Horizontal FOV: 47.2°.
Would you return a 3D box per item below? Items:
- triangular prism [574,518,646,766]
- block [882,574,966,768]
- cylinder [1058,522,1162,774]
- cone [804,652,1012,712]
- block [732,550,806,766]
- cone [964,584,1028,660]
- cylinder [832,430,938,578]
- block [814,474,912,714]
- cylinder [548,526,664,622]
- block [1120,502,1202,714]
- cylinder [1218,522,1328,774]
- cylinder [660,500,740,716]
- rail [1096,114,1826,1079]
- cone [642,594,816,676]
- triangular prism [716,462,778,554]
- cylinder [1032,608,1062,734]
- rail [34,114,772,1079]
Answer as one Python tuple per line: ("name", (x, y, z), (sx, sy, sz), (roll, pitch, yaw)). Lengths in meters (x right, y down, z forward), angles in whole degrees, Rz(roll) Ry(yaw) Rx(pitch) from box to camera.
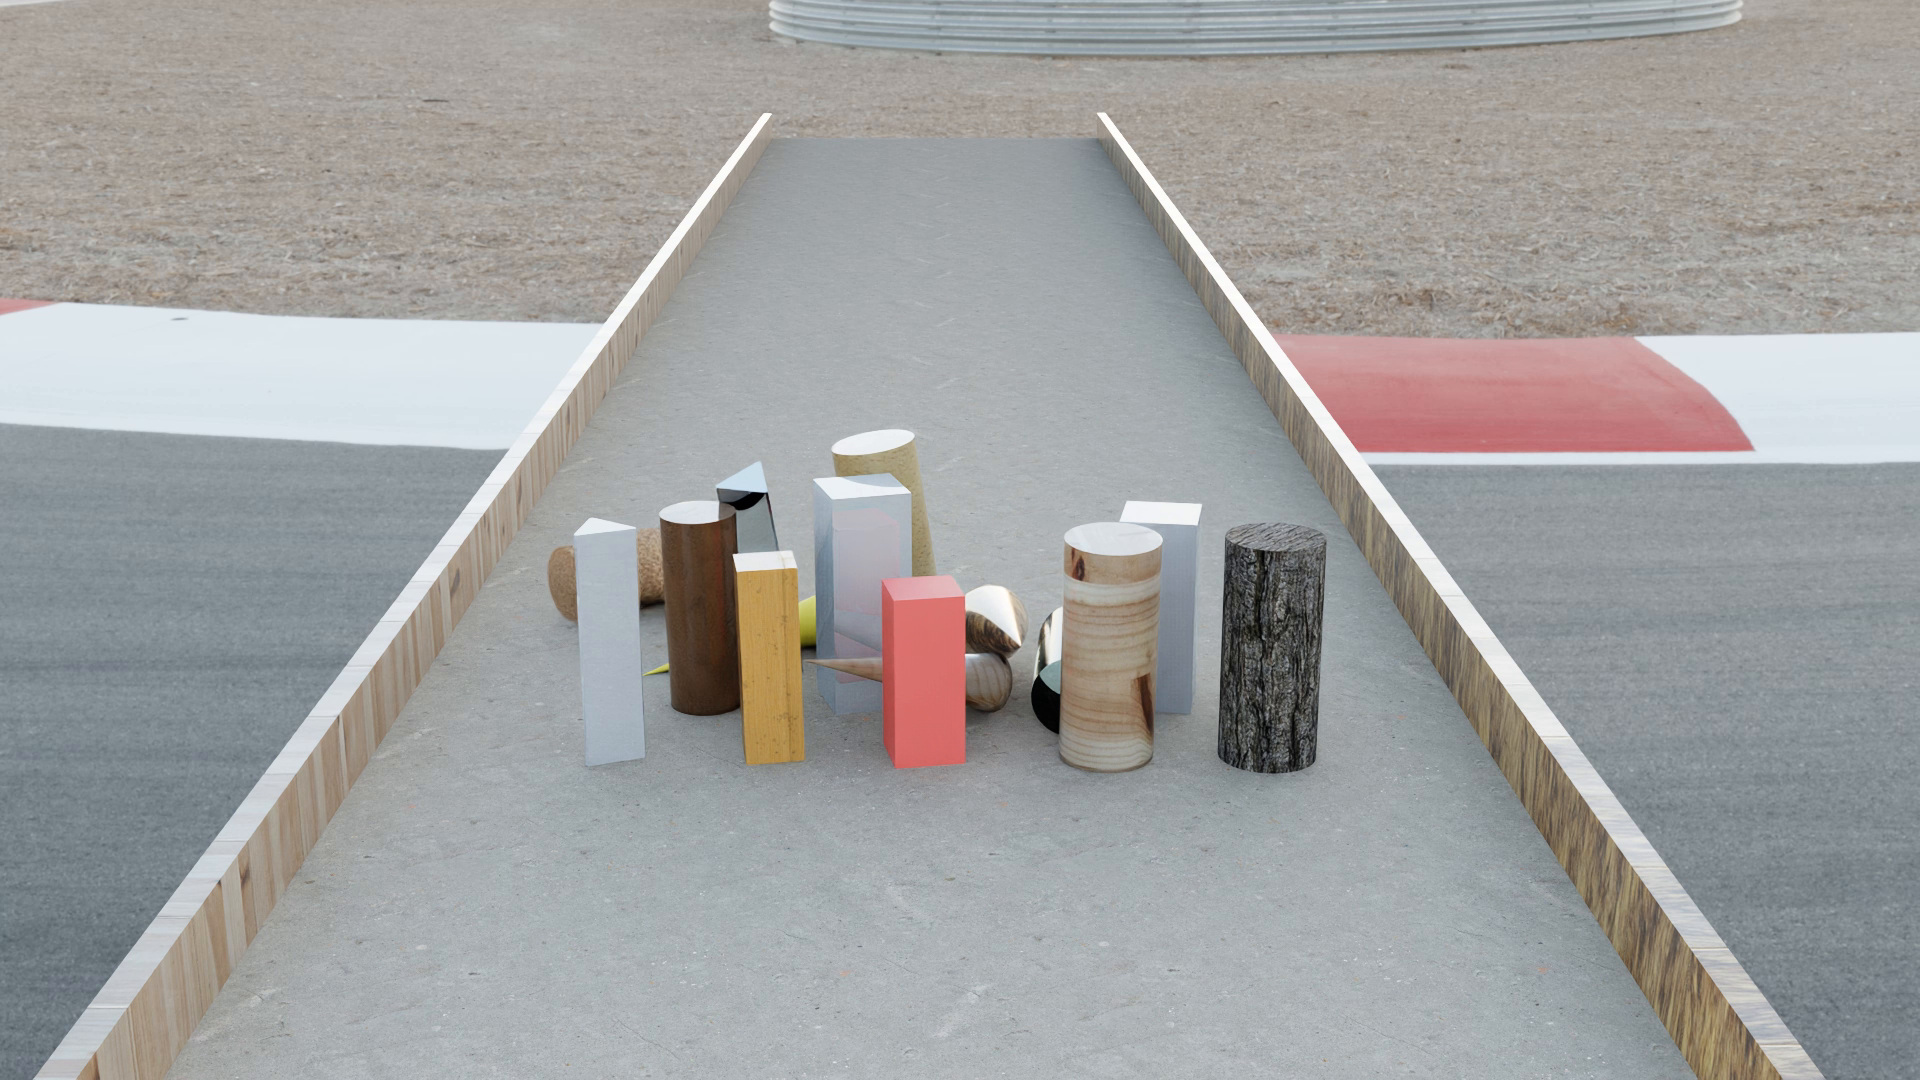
("triangular prism", (-0.629, 0.177, 3.885), (0.108, 0.425, 0.094), (-7, 18, -23))
("block", (-0.065, 0.233, 3.898), (0.126, 0.311, 0.126), (-3, 17, -11))
("cylinder", (0.262, 0.189, 3.862), (0.169, 0.407, 0.169), (0, 20, 0))
("cone", (-0.109, 0.239, 4.001), (0.440, 0.114, 0.114), (9, 8, -38))
("block", (-0.338, 0.208, 3.894), (0.104, 0.359, 0.104), (-4, 17, -9))
("cone", (0.084, 0.180, 4.166), (0.158, 0.158, 0.454), (-2, 3, -6))
("cylinder", (-0.136, 0.020, 4.344), (0.164, 0.446, 0.164), (-8, 18, 3))
("block", (-0.183, 0.100, 4.153), (0.150, 0.420, 0.150), (-5, 17, -16))
("cylinder", (-0.657, 0.054, 4.766), (0.444, 0.160, 0.160), (-14, 21, -38))
("block", (0.375, 0.127, 4.153), (0.142, 0.370, 0.142), (3, 17, 9))
("cylinder", (0.549, 0.189, 3.877), (0.175, 0.407, 0.175), (0, 17, 0))
("cylinder", (-0.482, 0.128, 4.126), (0.141, 0.378, 0.141), (-1, 18, 0))
("rail", (0.932, -0.844, 7.801), (0.050, 0.150, 12.000), (0, 17, -1))
("cone", (-0.439, 0.210, 4.422), (0.448, 0.113, 0.113), (-17, 22, -26))
("triangular prism", (-0.370, 0.054, 4.259), (0.104, 0.443, 0.090), (6, 39, 18))
("cylinder", (0.218, 0.242, 4.143), (0.154, 0.154, 0.310), (1, 17, 4))
("rail", (-1.118, -0.838, 7.780), (0.050, 0.150, 12.000), (0, 17, -1))
